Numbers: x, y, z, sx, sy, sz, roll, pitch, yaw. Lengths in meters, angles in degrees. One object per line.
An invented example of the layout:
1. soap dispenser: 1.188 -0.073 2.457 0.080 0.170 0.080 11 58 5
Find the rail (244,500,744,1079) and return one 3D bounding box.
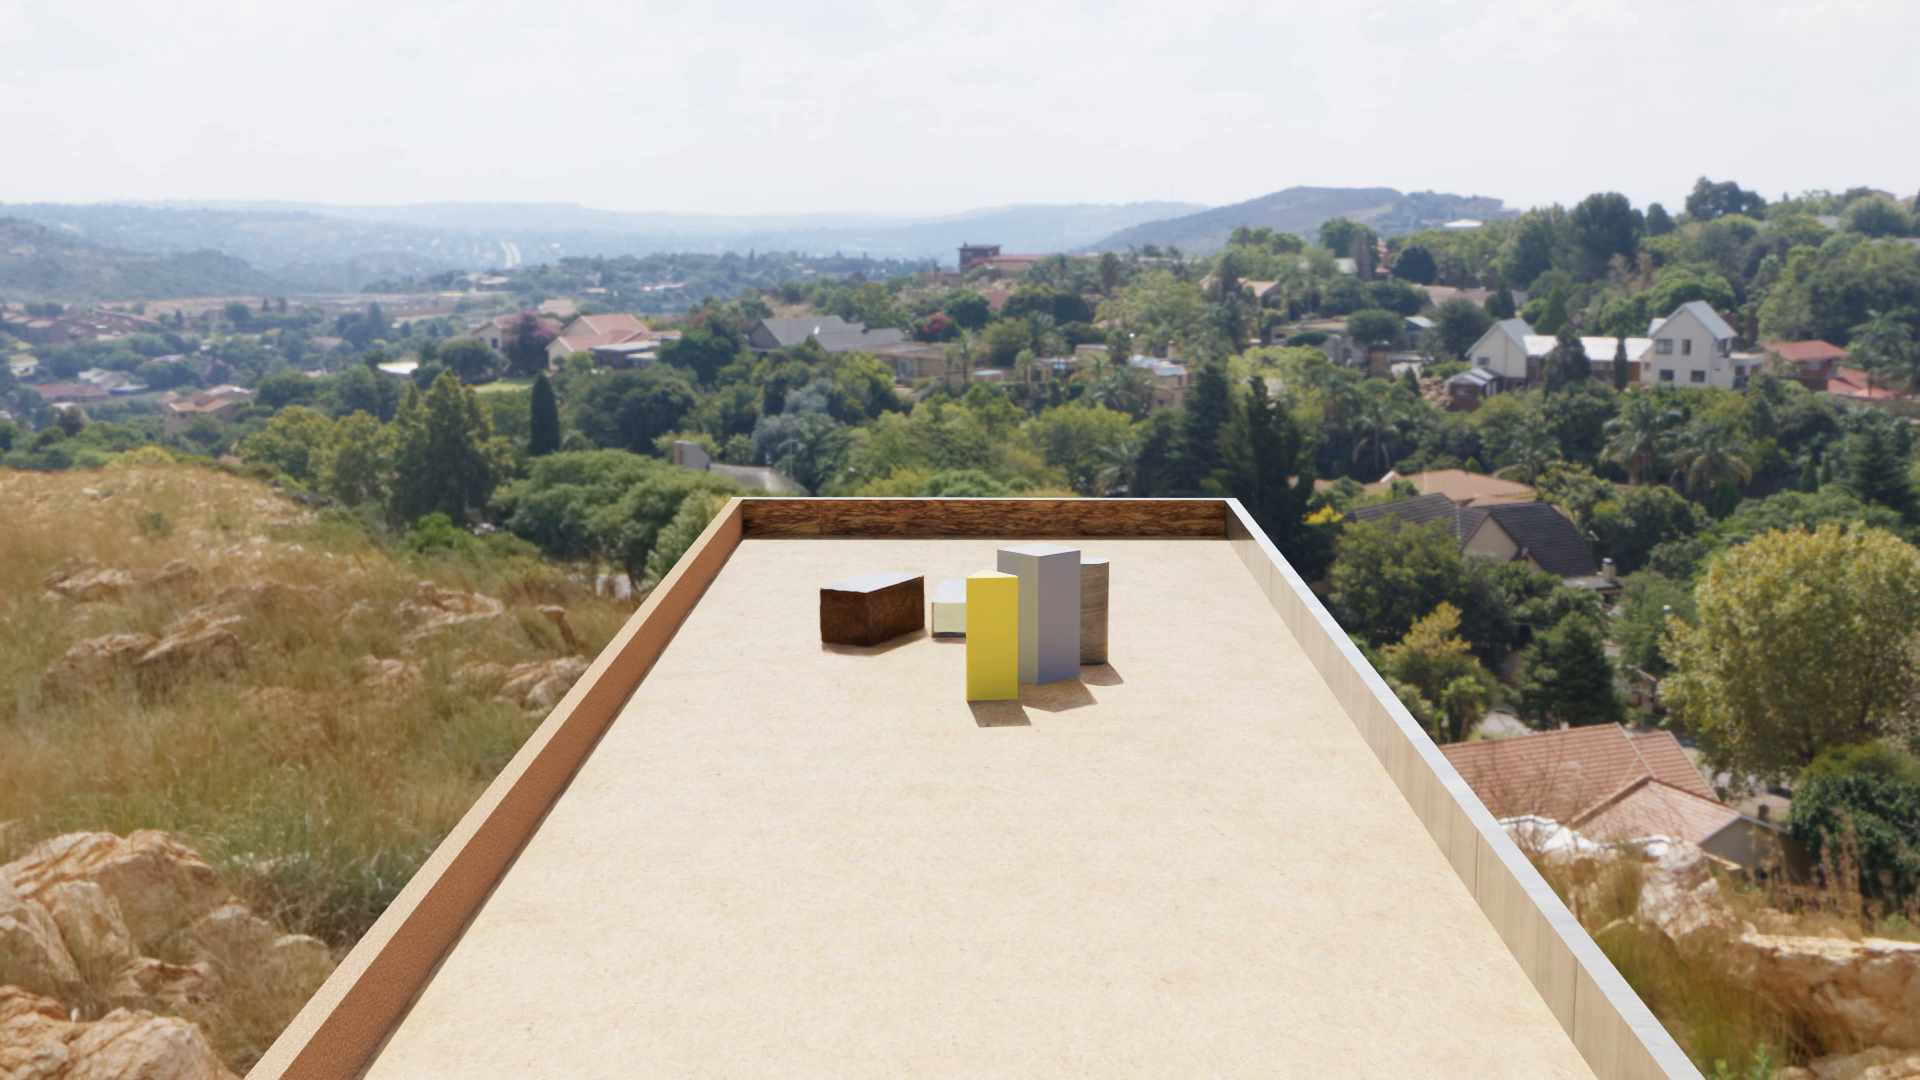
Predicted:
1. rail: -1.004 0.839 3.234 0.050 0.150 12.000 0 9 1

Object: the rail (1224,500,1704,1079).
1. rail: 1.046 0.843 3.208 0.050 0.150 12.000 0 9 1

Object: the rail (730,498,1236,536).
1. rail: 0.099 -0.098 9.147 2.100 0.150 0.050 0 9 1

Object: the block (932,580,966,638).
1. block: -0.017 0.222 7.243 0.114 0.114 0.428 1 9 5

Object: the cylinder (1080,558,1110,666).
1. cylinder: 0.389 0.215 6.660 0.123 0.311 0.123 0 9 0

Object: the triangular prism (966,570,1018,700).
1. triangular prism: 0.081 0.266 6.212 0.145 0.349 0.126 -1 9 -8

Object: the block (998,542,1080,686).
1. block: 0.230 0.215 6.441 0.173 0.380 0.173 -8 12 -42

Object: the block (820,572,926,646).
1. block: -0.278 0.219 7.067 0.173 0.173 0.360 4 10 29
